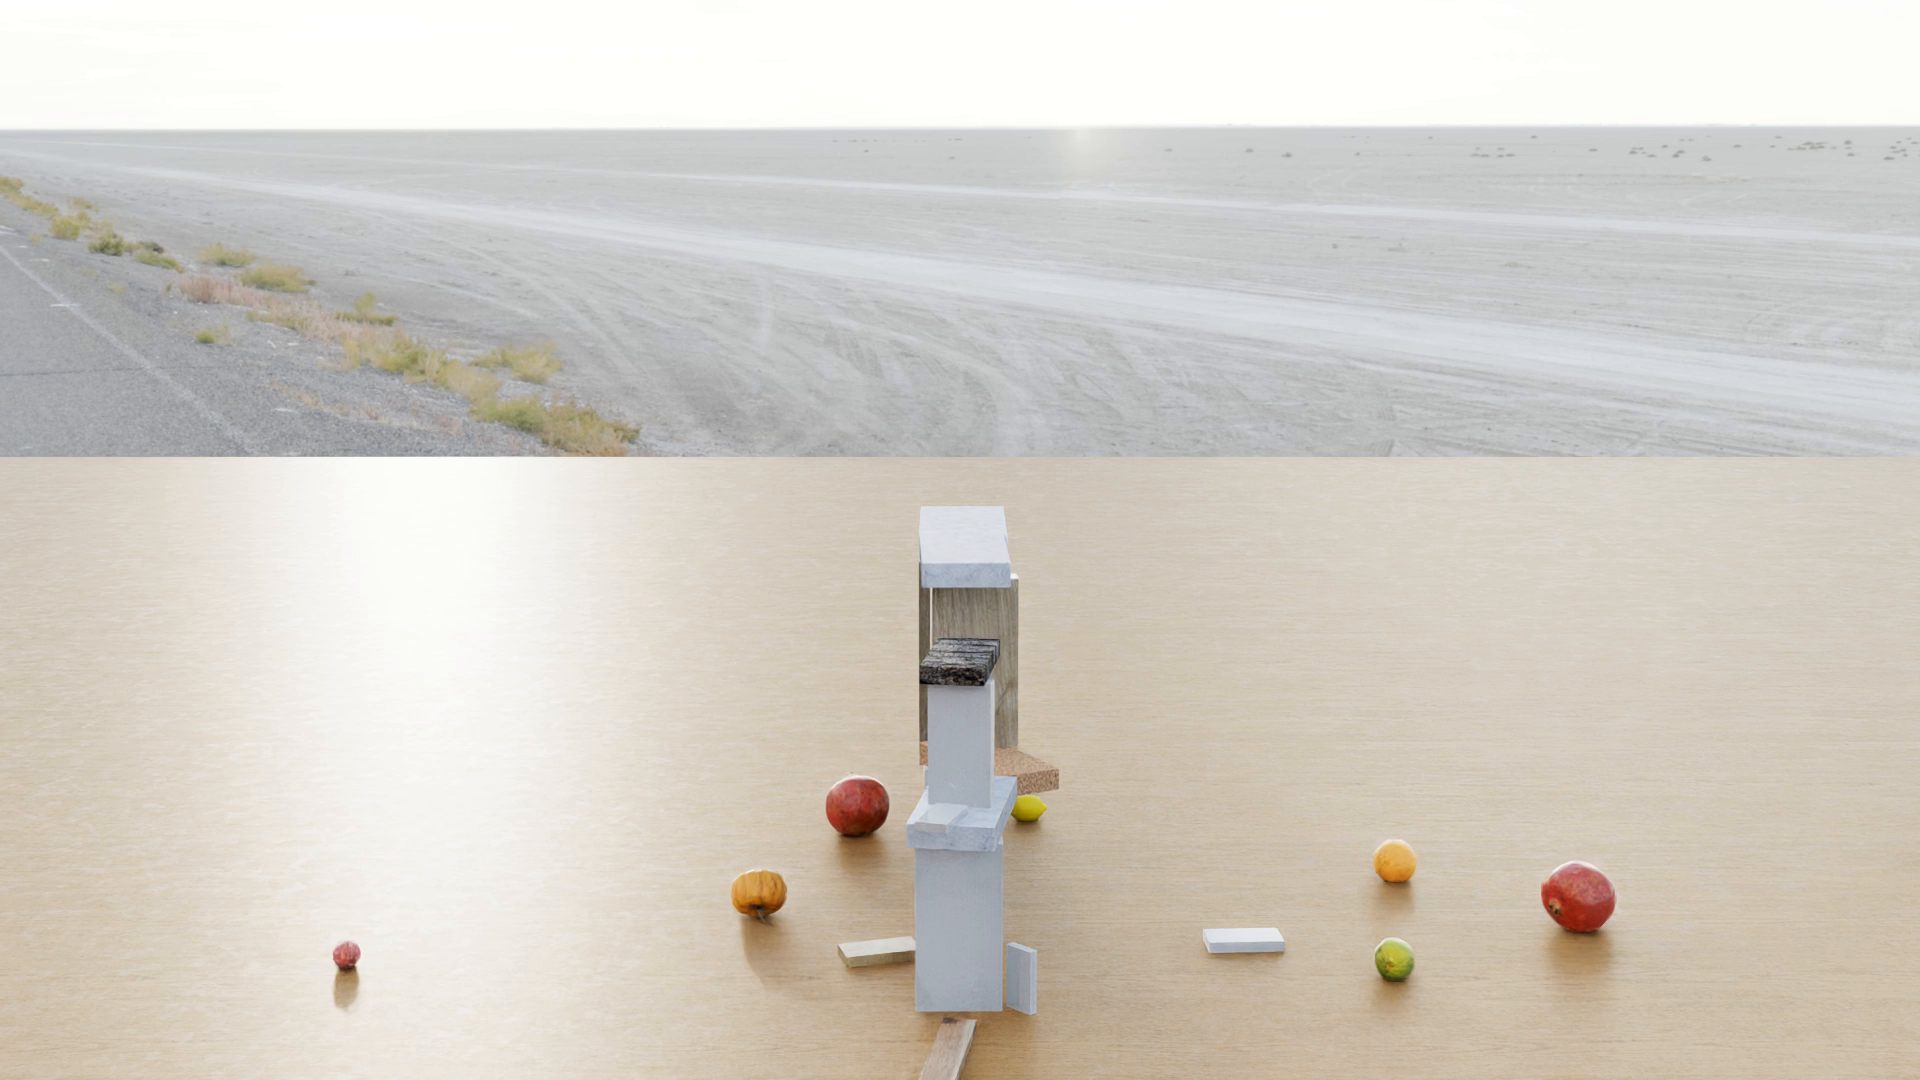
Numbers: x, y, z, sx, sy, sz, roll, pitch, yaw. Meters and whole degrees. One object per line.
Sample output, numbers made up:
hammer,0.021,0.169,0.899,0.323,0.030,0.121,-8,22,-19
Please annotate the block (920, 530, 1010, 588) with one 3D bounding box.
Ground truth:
block,0.006,0.029,3.563,0.139,0.039,0.277,0,11,-2

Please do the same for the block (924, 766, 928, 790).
block,0.002,0.484,3.582,0.120,0.239,0.034,-1,10,-4

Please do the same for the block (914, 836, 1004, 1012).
block,-0.002,0.554,3.173,0.126,0.252,0.036,0,11,0

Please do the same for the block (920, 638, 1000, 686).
block,0.001,0.178,3.226,0.093,0.026,0.185,1,11,8

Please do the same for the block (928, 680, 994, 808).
block,0.002,0.293,3.185,0.093,0.185,0.026,2,11,13

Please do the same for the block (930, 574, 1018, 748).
block,0.023,0.195,3.538,0.139,0.277,0.039,-1,10,-5

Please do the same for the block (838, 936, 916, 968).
block,-0.124,0.634,3.386,0.117,0.017,0.059,-3,11,-16

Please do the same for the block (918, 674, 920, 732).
block,0.004,0.183,3.896,0.154,0.317,0.044,0,11,1

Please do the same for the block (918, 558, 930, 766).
block,0.001,0.204,3.686,0.139,0.349,0.039,0,11,0

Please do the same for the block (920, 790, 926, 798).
block,0.001,0.513,3.431,0.120,0.239,0.034,2,11,10

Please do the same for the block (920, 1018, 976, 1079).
block,-0.028,0.720,2.935,0.047,0.013,0.382,2,11,8

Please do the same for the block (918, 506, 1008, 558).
block,0.005,-0.014,3.966,0.154,0.044,0.308,0,11,0

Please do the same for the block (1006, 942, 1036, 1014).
block,0.089,0.633,3.177,0.047,0.094,0.013,10,15,44

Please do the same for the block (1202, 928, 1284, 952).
block,0.443,0.625,3.435,0.117,0.017,0.059,-1,11,-3

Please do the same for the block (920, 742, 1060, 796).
block,0.044,0.359,3.505,0.120,0.034,0.239,-6,12,-29

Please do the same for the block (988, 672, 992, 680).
block,0.001,0.271,3.303,0.093,0.185,0.026,1,11,3

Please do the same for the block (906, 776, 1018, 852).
block,0.005,0.398,3.227,0.126,0.036,0.252,2,11,9

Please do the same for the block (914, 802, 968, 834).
block,-0.026,0.394,3.114,0.047,0.013,0.095,4,11,19
